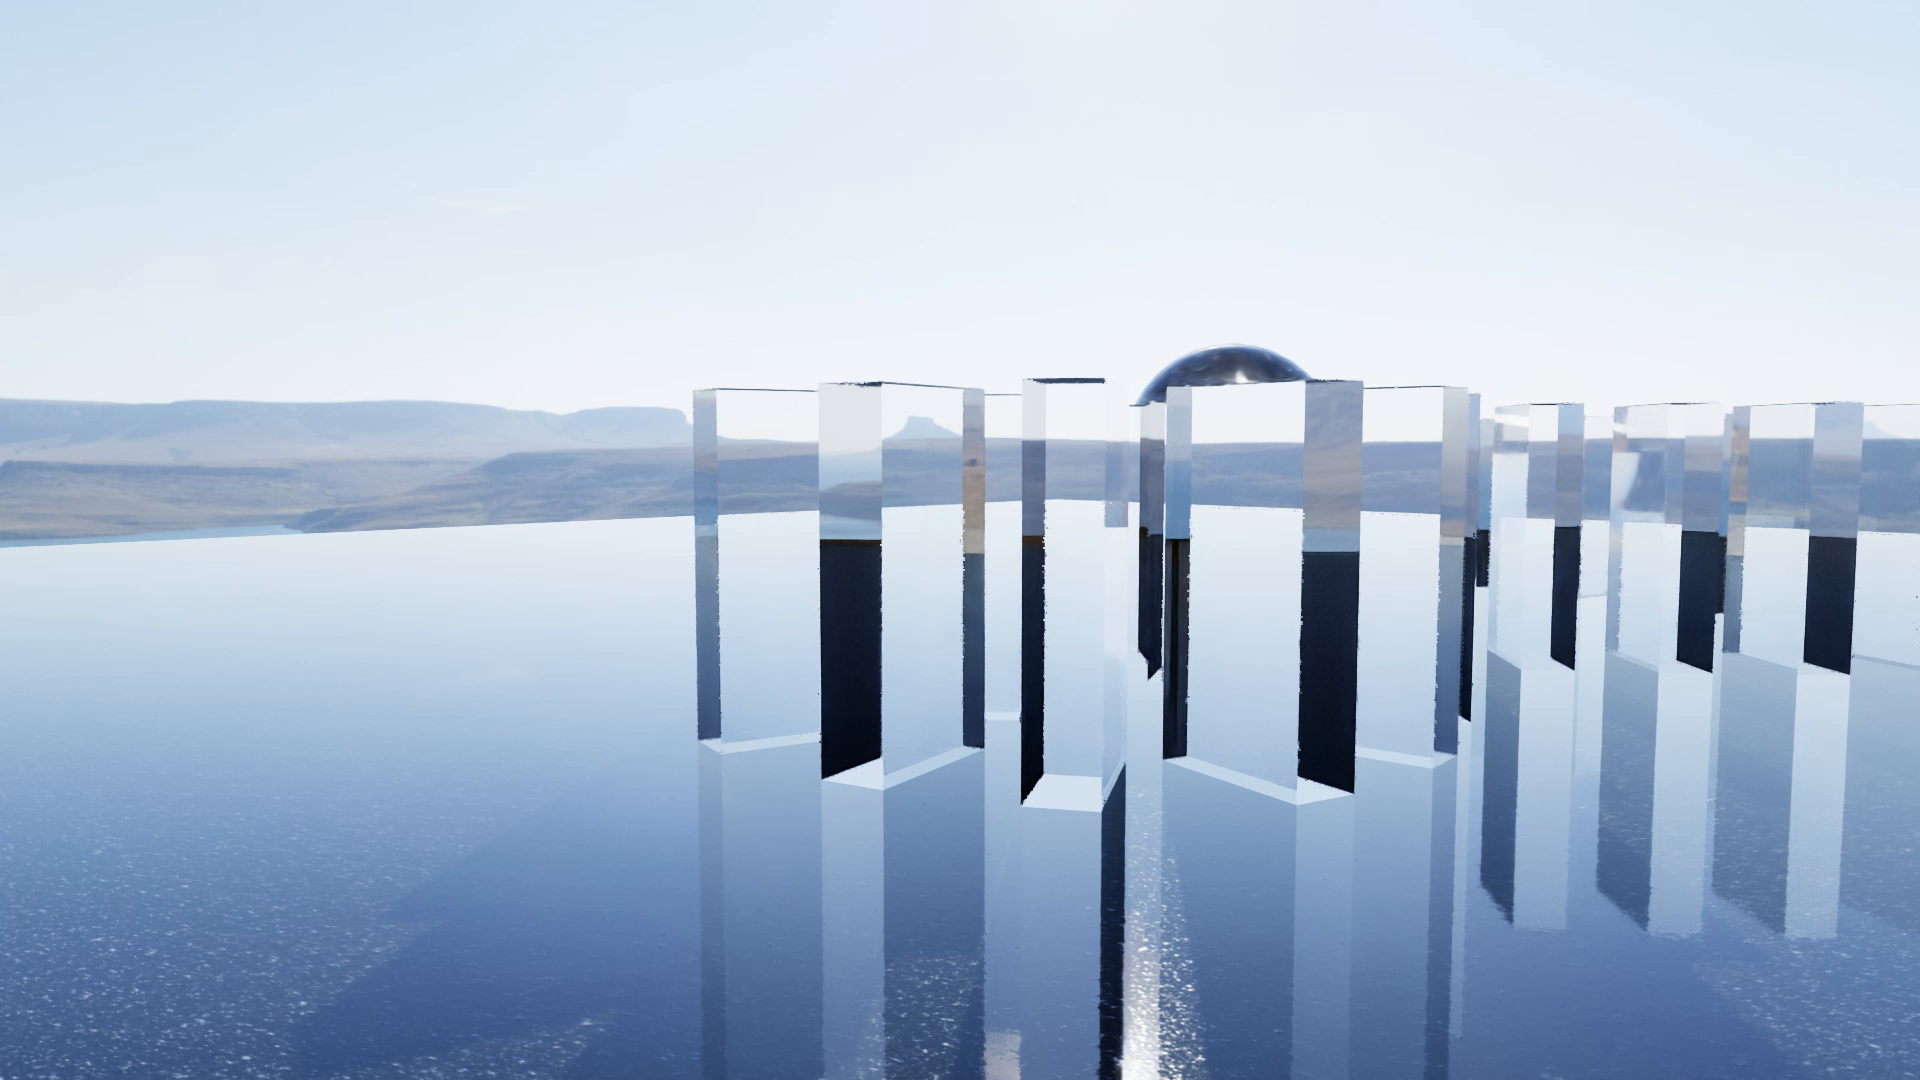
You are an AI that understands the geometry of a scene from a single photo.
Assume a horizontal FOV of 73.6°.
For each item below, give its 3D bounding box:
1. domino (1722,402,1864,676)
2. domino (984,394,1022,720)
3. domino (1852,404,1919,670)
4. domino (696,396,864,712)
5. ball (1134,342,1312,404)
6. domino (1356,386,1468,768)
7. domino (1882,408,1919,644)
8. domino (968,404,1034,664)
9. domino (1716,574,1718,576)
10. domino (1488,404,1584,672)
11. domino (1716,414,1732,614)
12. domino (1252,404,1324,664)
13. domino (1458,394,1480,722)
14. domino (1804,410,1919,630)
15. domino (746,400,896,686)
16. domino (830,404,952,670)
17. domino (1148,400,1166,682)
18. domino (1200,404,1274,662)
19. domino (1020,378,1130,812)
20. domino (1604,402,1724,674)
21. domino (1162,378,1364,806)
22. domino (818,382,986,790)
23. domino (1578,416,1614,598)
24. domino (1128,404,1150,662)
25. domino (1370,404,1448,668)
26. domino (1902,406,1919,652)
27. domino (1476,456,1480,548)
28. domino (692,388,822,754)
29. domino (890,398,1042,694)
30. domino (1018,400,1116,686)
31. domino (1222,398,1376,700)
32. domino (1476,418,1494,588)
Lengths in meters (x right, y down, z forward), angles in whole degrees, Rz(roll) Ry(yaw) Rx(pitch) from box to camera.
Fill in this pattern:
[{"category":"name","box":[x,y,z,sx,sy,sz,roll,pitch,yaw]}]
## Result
[{"category":"domino","box":[0.160,-0.001,0.247,0.010,0.050,0.025,0,4,2]},{"category":"domino","box":[0.000,0.002,0.201,0.025,0.050,0.009,0,4,0]},{"category":"domino","box":[0.183,-0.001,0.248,0.010,0.050,0.025,-1,4,-9]},{"category":"domino","box":[-0.029,0.002,0.208,0.025,0.050,0.009,0,4,2]},{"category":"ball","box":[0.101,-0.034,0.482,0.080,0.080,0.080,0,4,0]},{"category":"domino","box":[0.055,0.004,0.178,0.025,0.050,0.010,4,6,40]},{"category":"domino","box":[0.216,-0.003,0.276,0.025,0.050,0.010,0,4,2]},{"category":"domino","box":[0.008,-0.002,0.260,0.010,0.050,0.025,-1,4,-7]},{"category":"domino","box":[0.191,-0.008,0.342,0.025,0.050,0.009,-2,5,-29]},{"category":"domino","box":[0.112,-0.001,0.252,0.010,0.050,0.025,1,4,8]},{"category":"domino","box":[0.203,-0.007,0.321,0.025,0.050,0.010,-2,5,-27]},{"category":"domino","box":[0.066,-0.002,0.260,0.010,0.050,0.025,0,4,6]},{"category":"domino","box":[0.066,0.003,0.199,0.025,0.050,0.009,0,4,1]},{"category":"domino","box":[0.212,-0.005,0.299,0.025,0.050,0.009,-1,5,-18]},{"category":"domino","box":[-0.025,0.000,0.231,0.025,0.050,0.009,1,4,17]},{"category":"domino","box":[-0.014,-0.001,0.252,0.009,0.050,0.025,-4,6,-44]},{"category":"domino","box":[0.042,0.000,0.238,0.009,0.050,0.025,1,5,19]},{"category":"domino","box":[0.056,-0.002,0.260,0.010,0.050,0.025,0,4,2]},{"category":"domino","box":[0.015,0.006,0.160,0.009,0.050,0.025,1,4,14]},{"category":"domino","box":[0.136,-0.001,0.249,0.010,0.050,0.025,0,4,6]},{"category":"domino","box":[0.038,0.005,0.163,0.010,0.050,0.025,-2,5,-30]},{"category":"domino","box":[-0.007,0.005,0.169,0.009,0.050,0.025,3,5,31]},{"category":"domino","box":[0.179,-0.010,0.362,0.025,0.050,0.009,-3,5,-32]},{"category":"domino","box":[0.032,-0.002,0.261,0.009,0.050,0.025,0,4,0]},{"category":"domino","box":[0.089,-0.002,0.255,0.010,0.050,0.025,1,4,10]},{"category":"domino","box":[0.206,-0.002,0.256,0.009,0.050,0.025,-3,5,-35]},{"category":"domino","box":[0.153,-0.013,0.402,0.025,0.050,0.009,-3,5,-32]},{"category":"domino","box":[-0.025,0.004,0.185,0.025,0.050,0.009,-3,5,-31]},{"category":"domino","box":[0.001,0.001,0.224,0.025,0.050,0.010,1,4,15]},{"category":"domino","box":[0.019,0.000,0.237,0.009,0.050,0.025,-1,4,-16]},{"category":"domino","box":[0.059,0.001,0.221,0.025,0.050,0.010,-2,5,-30]},{"category":"domino","box":[0.166,-0.011,0.382,0.025,0.050,0.010,-3,5,-33]}]
